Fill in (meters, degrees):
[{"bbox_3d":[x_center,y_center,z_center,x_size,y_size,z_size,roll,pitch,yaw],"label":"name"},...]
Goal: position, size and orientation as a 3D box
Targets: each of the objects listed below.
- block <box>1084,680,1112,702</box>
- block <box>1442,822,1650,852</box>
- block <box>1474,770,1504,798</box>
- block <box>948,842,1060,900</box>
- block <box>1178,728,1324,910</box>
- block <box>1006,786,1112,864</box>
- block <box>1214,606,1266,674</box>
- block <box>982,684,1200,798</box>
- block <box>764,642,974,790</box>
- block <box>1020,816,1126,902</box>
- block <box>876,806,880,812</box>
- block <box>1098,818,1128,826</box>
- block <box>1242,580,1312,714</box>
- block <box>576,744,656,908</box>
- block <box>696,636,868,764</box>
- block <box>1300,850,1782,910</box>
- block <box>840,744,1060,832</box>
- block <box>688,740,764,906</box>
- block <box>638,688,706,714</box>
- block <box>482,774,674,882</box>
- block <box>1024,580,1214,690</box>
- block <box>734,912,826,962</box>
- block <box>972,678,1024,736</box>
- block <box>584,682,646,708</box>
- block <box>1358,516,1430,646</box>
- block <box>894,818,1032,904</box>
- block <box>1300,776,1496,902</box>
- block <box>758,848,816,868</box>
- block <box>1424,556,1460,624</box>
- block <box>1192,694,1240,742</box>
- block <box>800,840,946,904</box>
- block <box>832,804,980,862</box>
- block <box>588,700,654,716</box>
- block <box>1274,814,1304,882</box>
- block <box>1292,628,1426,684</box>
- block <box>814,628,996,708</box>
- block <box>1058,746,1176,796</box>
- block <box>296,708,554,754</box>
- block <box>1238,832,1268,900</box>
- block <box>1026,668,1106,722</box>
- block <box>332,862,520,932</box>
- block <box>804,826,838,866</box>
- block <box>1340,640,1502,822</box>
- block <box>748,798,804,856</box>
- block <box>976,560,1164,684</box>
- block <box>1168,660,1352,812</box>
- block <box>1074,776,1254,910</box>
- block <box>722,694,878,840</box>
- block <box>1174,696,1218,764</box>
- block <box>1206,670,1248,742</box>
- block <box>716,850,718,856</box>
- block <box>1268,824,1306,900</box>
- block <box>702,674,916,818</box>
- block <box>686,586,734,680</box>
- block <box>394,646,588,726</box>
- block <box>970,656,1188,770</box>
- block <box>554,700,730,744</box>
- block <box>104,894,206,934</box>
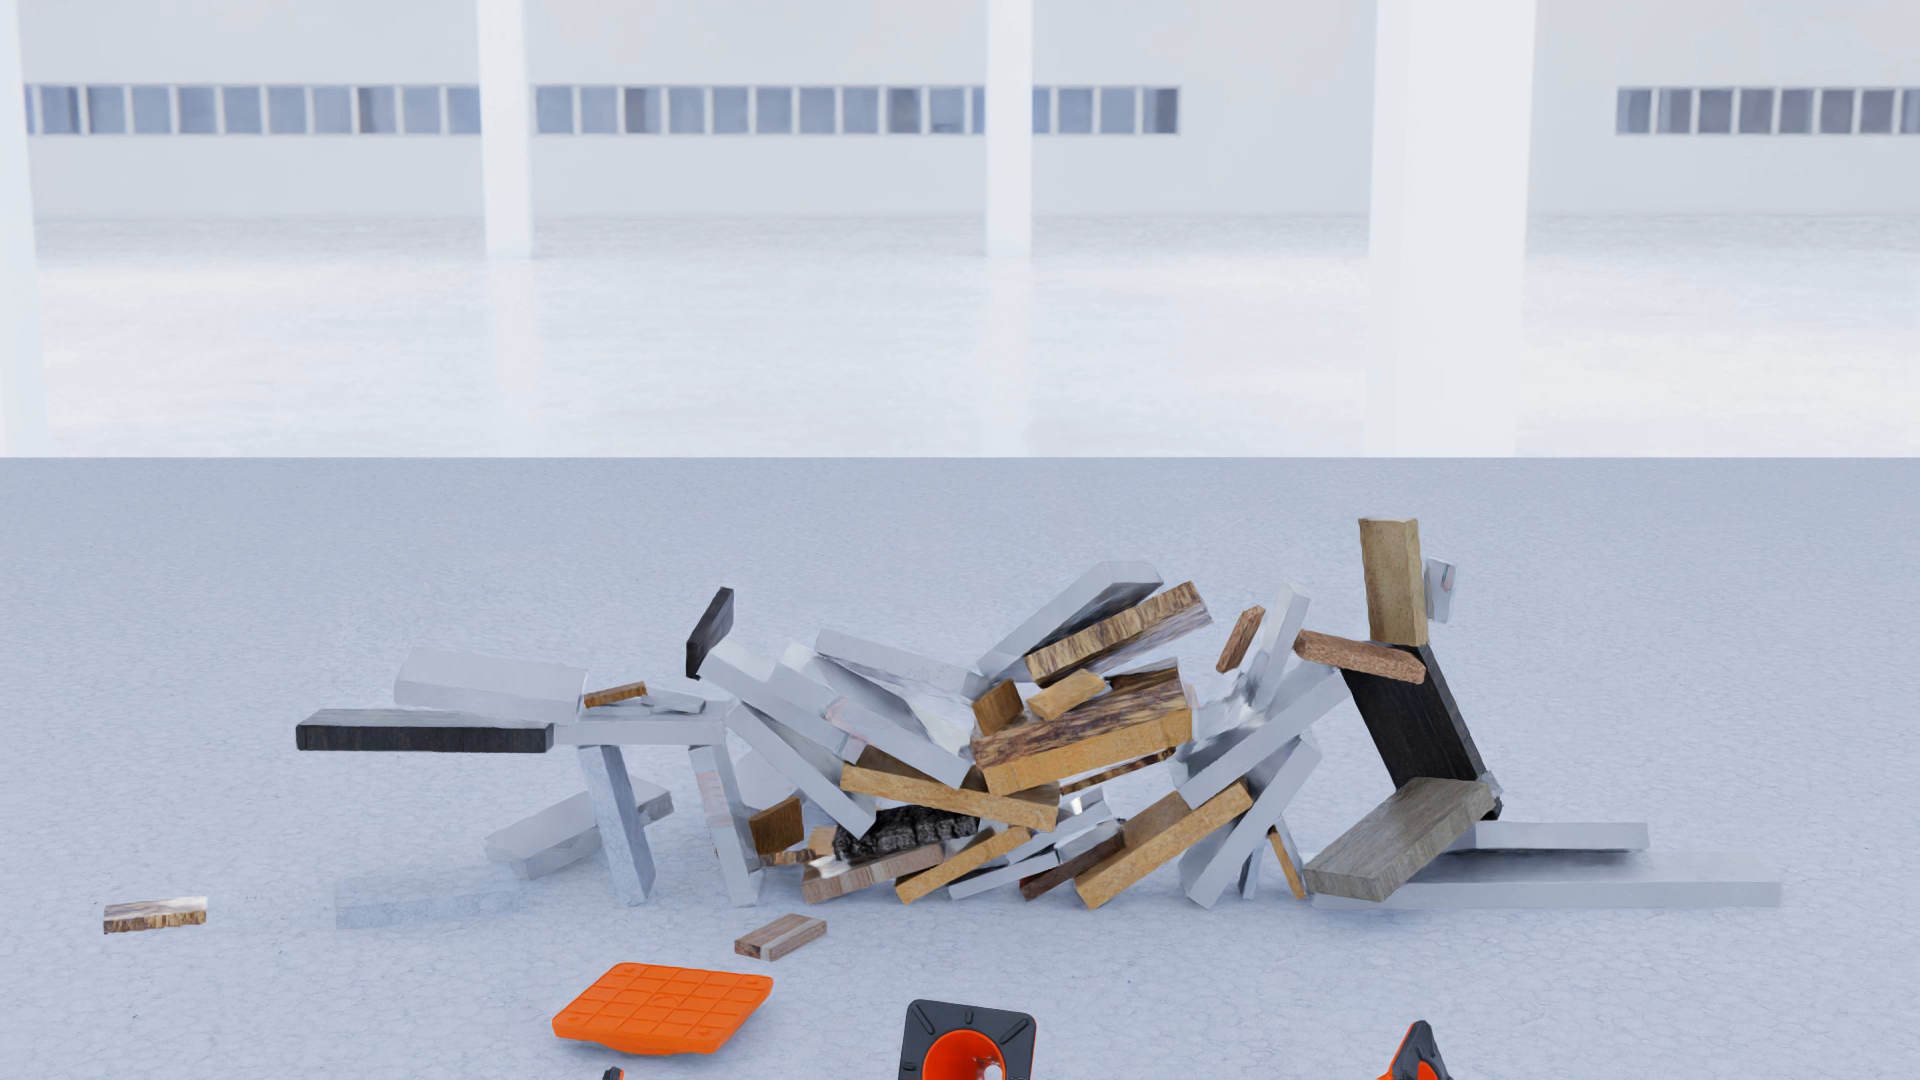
[{"bbox_3d":[0.183,0.254,3.569,0.115,0.016,0.058,-20,8,-13],"label":"block"},{"bbox_3d":[0.983,0.503,3.715,0.310,0.044,0.155,2,-11,-12],"label":"block"},{"bbox_3d":[0.857,0.434,3.682,0.103,0.015,0.052,-38,25,12],"label":"block"},{"bbox_3d":[0.072,0.546,3.669,0.186,0.026,0.093,-19,9,4],"label":"block"},{"bbox_3d":[0.478,0.449,3.640,0.045,0.319,0.159,34,9,-5],"label":"block"},{"bbox_3d":[0.160,0.473,3.651,0.186,0.026,0.093,-28,7,5],"label":"block"},{"bbox_3d":[0.456,0.162,3.578,0.016,0.113,0.057,35,28,25],"label":"block"},{"bbox_3d":[0.219,0.327,3.595,0.352,0.050,0.176,-17,7,9],"label":"block"},{"bbox_3d":[-0.142,0.286,3.612,0.352,0.050,0.176,28,9,0],"label":"block"},{"bbox_3d":[0.186,0.531,3.662,0.186,0.026,0.093,-30,8,7],"label":"block"},{"bbox_3d":[-0.169,0.505,4.004,0.078,0.022,0.289,15,4,-23],"label":"block"},{"bbox_3d":[0.304,0.526,3.974,0.052,0.015,0.104,-9,14,-39],"label":"block"},{"bbox_3d":[0.515,0.174,3.591,0.029,0.203,0.102,19,11,-5],"label":"block"},{"bbox_3d":[-0.568,0.454,3.646,0.039,0.274,0.137,-14,10,3],"label":"block"},{"bbox_3d":[-0.282,0.262,3.633,0.297,0.042,0.148,30,9,1],"label":"block"},{"bbox_3d":[0.961,0.567,3.672,0.766,0.044,0.155,0,11,-1],"label":"block"},{"bbox_3d":[-0.013,0.406,3.641,0.356,0.042,0.148,11,11,2],"label":"block"},{"bbox_3d":[-0.387,0.455,3.647,0.039,0.274,0.137,-14,10,3],"label":"block"},{"bbox_3d":[-0.473,0.264,3.619,0.101,0.014,0.050,11,11,4],"label":"block"},{"bbox_3d":[-0.669,0.501,3.862,0.299,0.042,0.149,-23,23,-36],"label":"block"},{"bbox_3d":[0.263,0.164,3.625,0.301,0.043,0.150,-25,-18,7],"label":"block"},{"bbox_3d":[-0.280,0.621,3.443,0.072,0.021,0.145,6,12,31],"label":"block"},{"bbox_3d":[0.062,0.271,3.567,0.016,0.058,0.115,-16,9,33],"label":"block"},{"bbox_3d":[-0.564,0.253,3.598,0.101,0.014,0.050,-13,8,-8],"label":"block"},{"bbox_3d":[0.701,0.065,3.558,0.029,0.203,0.102,-13,11,-34],"label":"block"},{"bbox_3d":[0.005,0.519,3.659,0.238,0.034,0.119,-28,9,5],"label":"block"},{"bbox_3d":[0.717,0.485,3.591,0.310,0.044,0.155,-31,17,-34],"label":"block"},{"bbox_3d":[-0.299,0.541,3.734,0.072,0.021,0.145,-5,-8,-20],"label":"block"},{"bbox_3d":[0.770,0.080,3.539,0.050,0.099,0.014,16,21,28],"label":"block"},{"bbox_3d":[0.406,0.282,3.488,0.099,0.049,0.014,-15,22,-40],"label":"block"},{"bbox_3d":[-0.143,0.537,3.662,0.238,0.034,0.119,-18,10,4],"label":"block"},{"bbox_3d":[-0.087,0.476,3.661,0.238,0.034,0.119,-12,11,6],"label":"block"},{"bbox_3d":[-0.556,0.275,3.610,0.101,0.014,0.050,0,11,2],"label":"block"},{"bbox_3d":[0.545,0.501,3.652,0.017,0.122,0.061,-24,17,5],"label":"block"},{"bbox_3d":[0.645,0.188,3.578,0.203,0.029,0.102,12,10,-6],"label":"block"},{"bbox_3d":[-0.081,0.219,3.654,0.299,0.042,0.149,14,-11,32],"label":"block"},{"bbox_3d":[0.259,0.379,3.616,0.202,0.014,0.050,-24,-2,28],"label":"block"},{"bbox_3d":[-0.869,0.313,3.619,0.402,0.041,0.144,1,6,0],"label":"block"},{"bbox_3d":[0.487,0.530,3.657,0.017,0.122,0.061,12,10,-1],"label":"block"},{"bbox_3d":[0.170,0.248,3.530,0.115,0.016,0.058,-27,32,-25],"label":"block"},{"bbox_3d":[-0.874,0.582,3.600,0.287,0.041,0.144,-3,11,-17],"label":"block"},{"bbox_3d":[-0.228,0.540,3.879,0.077,0.022,0.153,1,11,3],"label":"block"},{"bbox_3d":[0.786,0.330,3.765,0.150,0.363,0.043,-16,19,35],"label":"block"},{"bbox_3d":[-0.327,0.511,3.878,0.022,0.076,0.153,-1,9,27],"label":"block"},{"bbox_3d":[0.180,0.137,3.631,0.301,0.043,0.150,-40,-24,29],"label":"block"},{"bbox_3d":[0.488,0.310,3.614,0.319,0.045,0.159,-37,9,6],"label":"block"},{"bbox_3d":[0.333,0.483,3.644,0.319,0.045,0.159,-34,8,7],"label":"block"},{"bbox_3d":[-0.262,0.362,3.641,0.297,0.042,0.148,42,8,-9],"label":"block"},{"bbox_3d":[0.393,0.314,3.634,0.016,0.113,0.057,33,10,0],"label":"block"},{"bbox_3d":[0.438,0.274,3.619,0.016,0.113,0.057,28,25,1],"label":"block"},{"bbox_3d":[-0.403,0.528,3.947,0.072,0.021,0.186,-1,11,-8],"label":"block"},{"bbox_3d":[0.539,0.532,3.656,0.017,0.122,0.061,-24,9,5],"label":"block"},{"bbox_3d":[-0.277,0.384,4.150,0.149,0.042,0.522,12,30,25],"label":"block"},{"bbox_3d":[-0.419,0.156,3.686,0.022,0.078,0.157,13,37,10],"label":"block"},{"bbox_3d":[-0.757,0.236,3.561,0.287,0.041,0.144,8,18,-5],"label":"block"},{"bbox_3d":[0.195,0.282,3.595,0.352,0.050,0.176,-17,7,7],"label":"block"},{"bbox_3d":[-0.520,0.300,3.621,0.274,0.039,0.137,0,11,-1],"label":"block"},{"bbox_3d":[-1.296,0.603,3.542,0.153,0.022,0.077,-4,11,-18],"label":"block"}]
